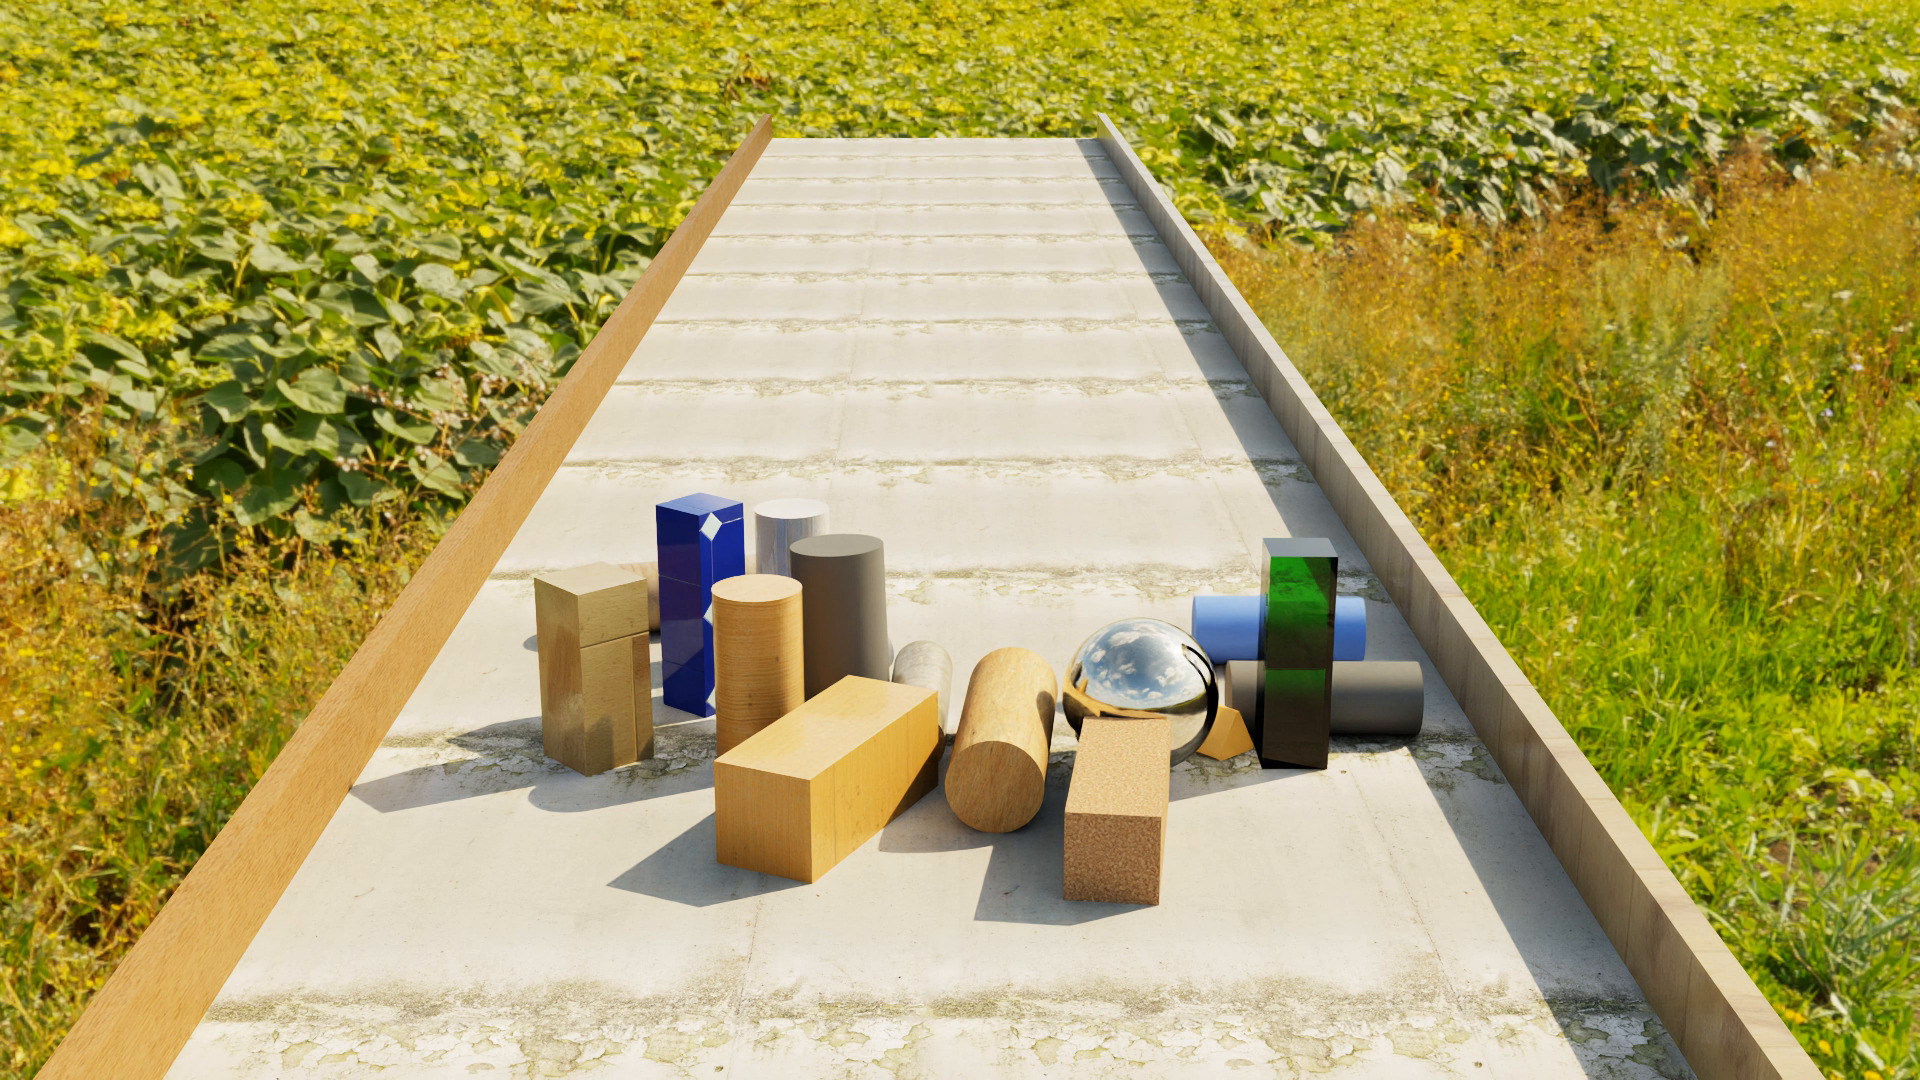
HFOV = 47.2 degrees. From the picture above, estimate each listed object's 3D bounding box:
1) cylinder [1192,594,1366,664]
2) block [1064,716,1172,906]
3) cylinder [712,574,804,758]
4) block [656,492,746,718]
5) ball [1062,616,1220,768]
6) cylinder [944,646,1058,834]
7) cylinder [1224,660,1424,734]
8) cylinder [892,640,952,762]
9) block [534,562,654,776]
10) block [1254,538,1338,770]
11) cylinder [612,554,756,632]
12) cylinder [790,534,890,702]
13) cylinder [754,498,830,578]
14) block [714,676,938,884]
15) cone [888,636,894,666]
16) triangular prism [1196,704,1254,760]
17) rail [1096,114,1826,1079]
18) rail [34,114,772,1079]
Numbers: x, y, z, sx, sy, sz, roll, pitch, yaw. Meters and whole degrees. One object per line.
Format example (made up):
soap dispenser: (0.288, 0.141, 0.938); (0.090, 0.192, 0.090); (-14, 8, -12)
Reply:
cylinder: (0.633, 0.179, 4.384); (0.332, 0.137, 0.137); (1, 17, 2)
block: (0.257, 0.427, 3.533); (0.146, 0.146, 0.405); (2, 17, 7)
cylinder: (-0.353, 0.237, 3.865); (0.158, 0.322, 0.158); (0, 17, 0)
block: (-0.483, 0.121, 4.129); (0.115, 0.394, 0.115); (13, 21, 37)
ball: (0.315, 0.271, 3.836); (0.274, 0.274, 0.274); (0, 17, 0)
cylinder: (0.077, 0.338, 3.805); (0.163, 0.163, 0.460); (1, 17, 5)
cylinder: (0.663, 0.288, 4.024); (0.344, 0.133, 0.133); (0, 17, 1)
cylinder: (-0.076, 0.299, 4.022); (0.113, 0.113, 0.383); (0, 17, 2)
block: (-0.646, 0.225, 3.885); (0.141, 0.333, 0.141); (-14, 22, -40)
block: (0.590, 0.200, 3.870); (0.116, 0.391, 0.116); (0, 16, 1)
cylinder: (-0.571, 0.113, 4.592); (0.383, 0.146, 0.146); (-4, 17, -14)
cylinder: (-0.220, 0.167, 4.075); (0.172, 0.326, 0.172); (-2, 14, 0)
cylinder: (-0.335, 0.082, 4.416); (0.149, 0.304, 0.149); (0, 17, 0)
block: (-0.212, 0.385, 3.625); (0.175, 0.175, 0.437); (8, 18, 25)
cone: (-0.277, 0.262, 4.244); (0.117, 0.117, 0.311); (15, 33, 41)
triangular prism: (0.364, 0.303, 4.058); (0.094, 0.081, 0.388); (-15, 22, -40)
rail: (0.932, -0.844, 7.801); (0.050, 0.150, 12.000); (0, 17, -1)
rail: (-1.118, -0.838, 7.780); (0.050, 0.150, 12.000); (0, 17, -1)
